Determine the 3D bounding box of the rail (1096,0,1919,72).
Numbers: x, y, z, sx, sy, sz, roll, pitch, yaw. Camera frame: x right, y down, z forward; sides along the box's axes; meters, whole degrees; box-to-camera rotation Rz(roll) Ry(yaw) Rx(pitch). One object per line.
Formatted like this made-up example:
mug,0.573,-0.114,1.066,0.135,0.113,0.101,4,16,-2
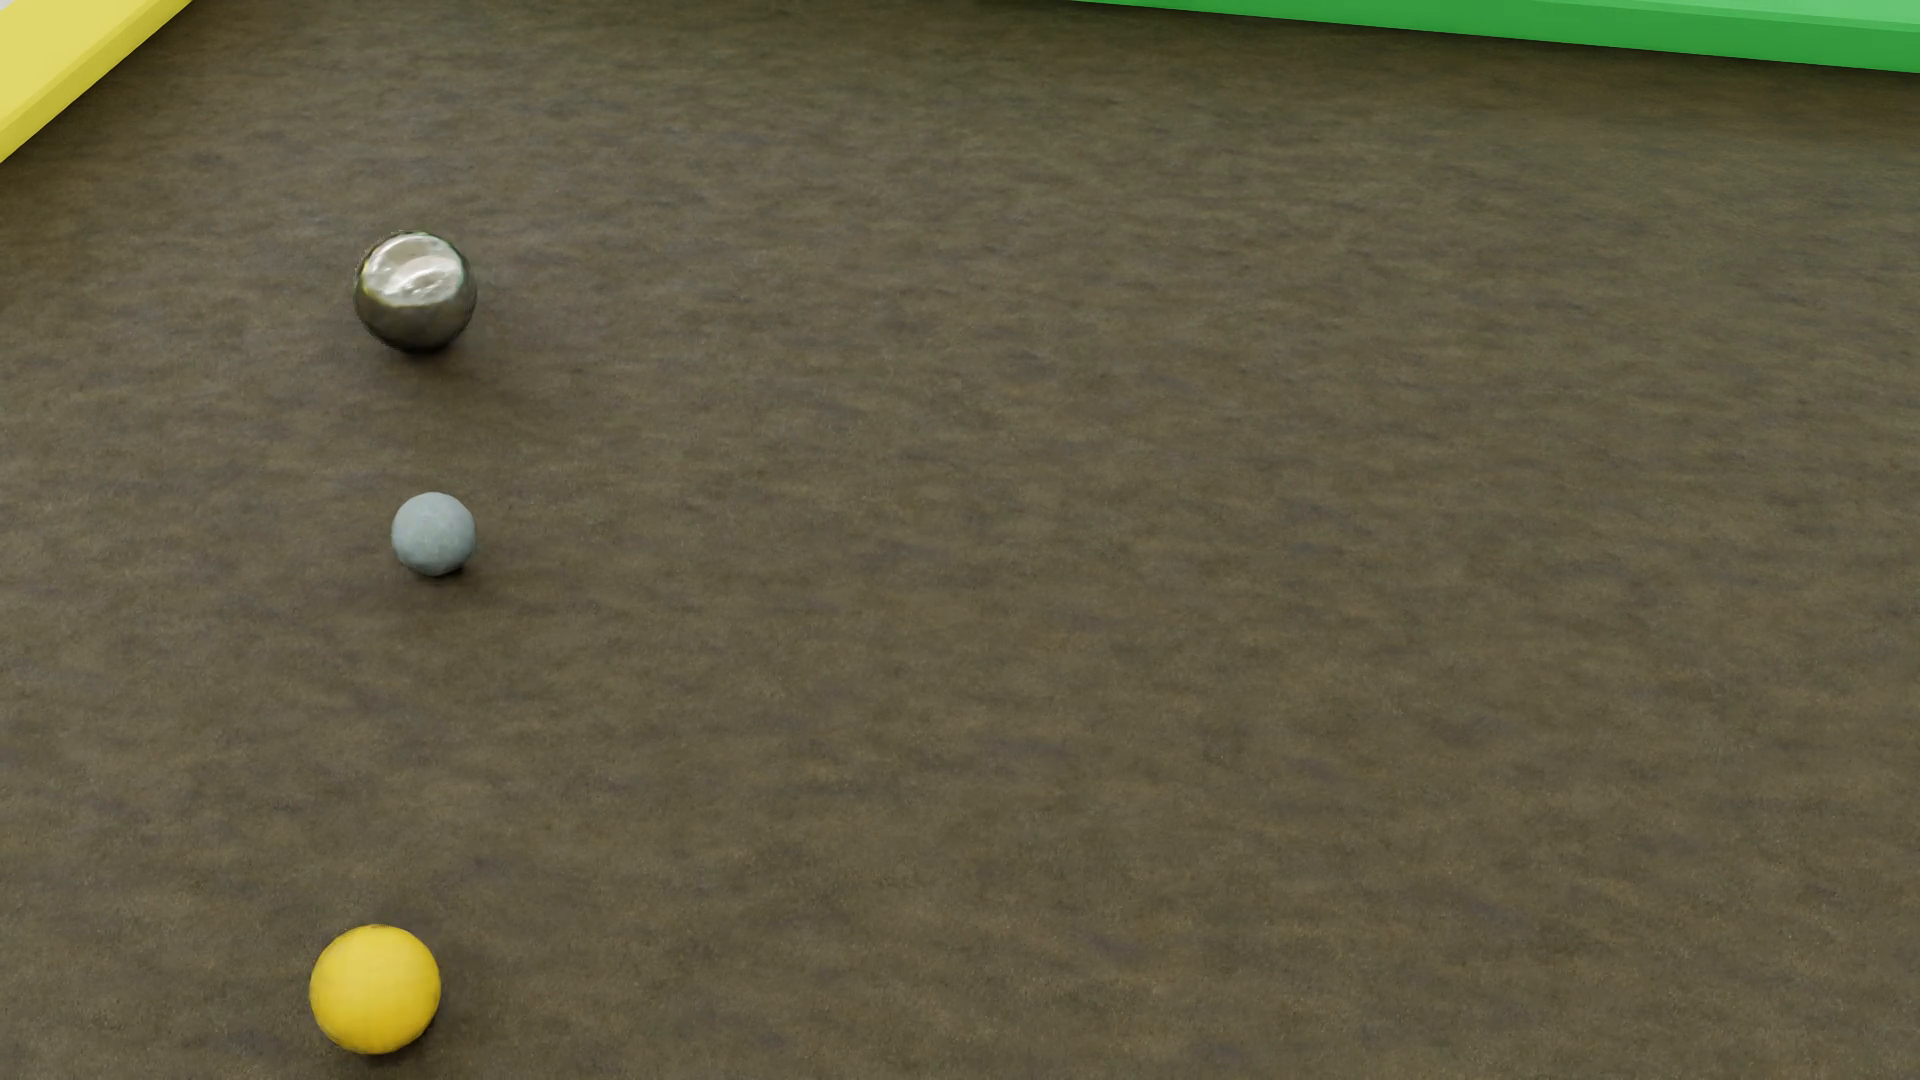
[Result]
rail,1.233,-0.478,2.481,4.128,0.128,0.045,7,35,10

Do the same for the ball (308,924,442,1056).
ball,-0.334,0.257,1.465,0.074,0.074,0.074,0,35,0

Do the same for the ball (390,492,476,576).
ball,-0.381,-0.004,1.854,0.061,0.061,0.061,0,35,0

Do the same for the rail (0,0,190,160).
rail,-0.985,-0.144,1.997,0.045,0.128,2.148,7,35,10

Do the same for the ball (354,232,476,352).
ball,-0.448,-0.205,2.112,0.098,0.098,0.098,0,35,0
